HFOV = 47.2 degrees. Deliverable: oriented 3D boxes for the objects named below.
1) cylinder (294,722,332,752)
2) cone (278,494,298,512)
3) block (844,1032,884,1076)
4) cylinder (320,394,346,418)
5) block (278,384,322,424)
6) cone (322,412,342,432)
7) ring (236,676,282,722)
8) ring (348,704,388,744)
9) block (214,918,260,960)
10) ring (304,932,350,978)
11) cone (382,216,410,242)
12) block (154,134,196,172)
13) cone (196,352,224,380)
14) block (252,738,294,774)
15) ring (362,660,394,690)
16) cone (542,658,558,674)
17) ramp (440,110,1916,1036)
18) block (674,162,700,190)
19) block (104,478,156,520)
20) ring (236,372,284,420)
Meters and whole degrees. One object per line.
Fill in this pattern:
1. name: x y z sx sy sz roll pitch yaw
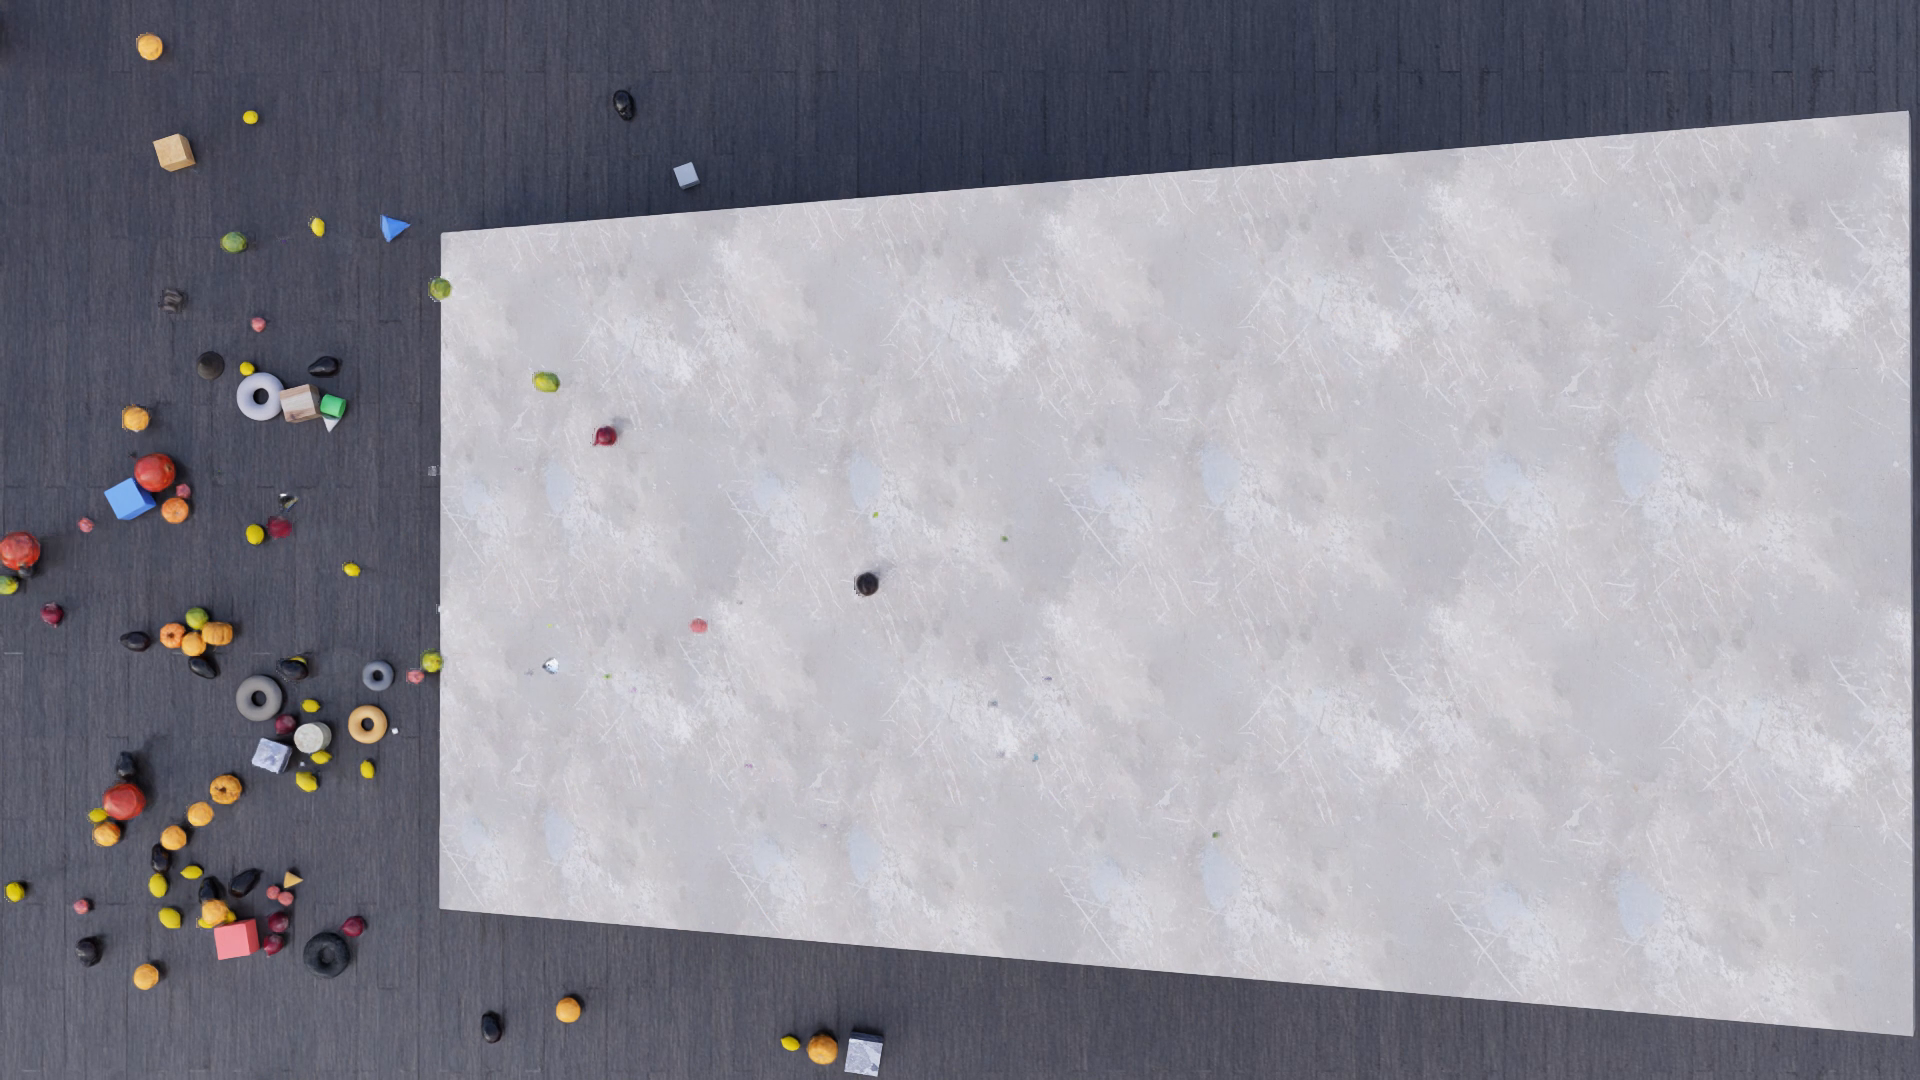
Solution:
1. cylinder: -1.928 0.588 6.551 0.086 0.086 0.086 0 89 0
2. cone: -2.006 -0.119 6.589 0.059 0.059 0.059 -18 89 -27
3. block: -0.285 1.527 6.535 0.098 0.098 0.098 9 89 0
4. cylinder: -1.875 -0.402 6.577 0.057 0.057 0.057 17 89 0
5. block: -1.963 -0.406 6.560 0.091 0.091 0.091 -14 89 0
6. cone: -1.888 -0.346 6.592 0.057 0.057 0.057 18 116 0
7. ring: -2.095 0.474 6.573 0.139 0.046 0.139 0 90 1
8. ring: -1.771 0.551 6.576 0.117 0.039 0.117 0 90 -1
9. block: -2.150 1.186 6.541 0.094 0.094 0.094 -9 89 0
10. ring: -1.891 1.240 6.564 0.139 0.046 0.139 0 90 1
11. cone: -1.684 -0.940 6.594 0.077 0.077 0.077 -15 89 -27
12. block: -2.348 -1.158 6.574 0.079 0.079 0.079 -18 89 0
13. cone: -2.253 -0.524 6.563 0.086 0.086 0.086 0 89 0
14. block: -2.042 0.640 6.536 0.082 0.082 0.082 20 83 -3
15. ring: -1.742 0.405 6.581 0.094 0.031 0.094 0 93 -1
16. cone: -1.186 0.362 6.307 0.050 0.050 0.050 0 89 26
17. ramp: 0.281 0.080 5.676 4.000 0.100 2.000 0 89 26
18. block: -0.817 -1.090 6.584 0.057 0.057 0.057 -21 89 0
19. block: -2.473 -0.123 6.557 0.091 0.091 0.091 -29 89 0
20. ring: -2.092 -0.430 6.582 0.146 0.049 0.146 0 88 1
